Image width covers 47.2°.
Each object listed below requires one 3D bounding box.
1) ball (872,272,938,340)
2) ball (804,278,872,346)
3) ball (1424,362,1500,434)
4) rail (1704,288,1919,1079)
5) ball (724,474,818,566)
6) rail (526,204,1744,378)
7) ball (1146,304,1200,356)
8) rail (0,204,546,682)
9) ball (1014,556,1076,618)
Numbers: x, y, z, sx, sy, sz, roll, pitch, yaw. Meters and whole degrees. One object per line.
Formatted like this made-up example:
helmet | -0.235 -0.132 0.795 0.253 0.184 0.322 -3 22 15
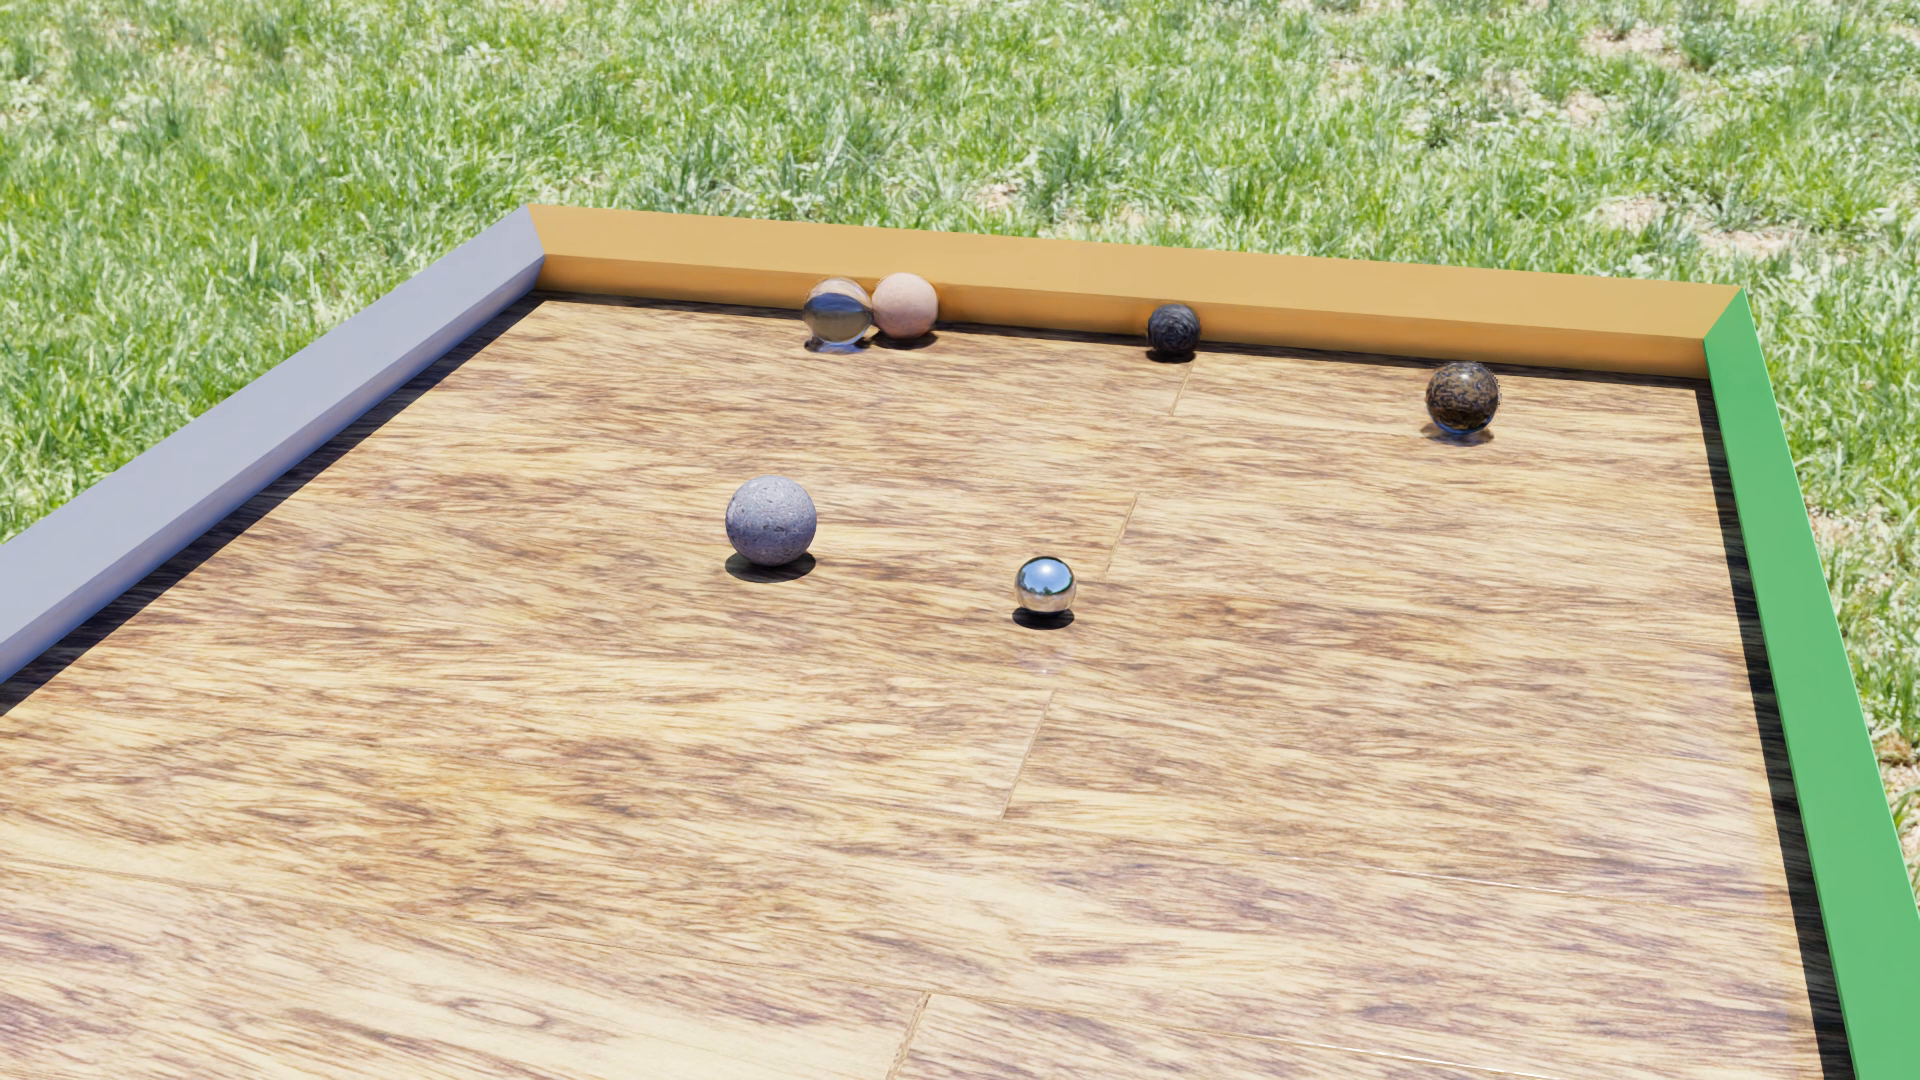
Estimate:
ball | -0.076 -0.324 3.046 0.094 0.094 0.094 0 24 0
ball | -0.167 -0.315 3.025 0.094 0.094 0.094 0 24 0
ball | 0.621 -0.175 2.722 0.090 0.090 0.090 0 24 0
rail | 0.613 0.389 1.426 0.045 0.129 3.304 6 25 12
ball | -0.204 -0.021 2.370 0.099 0.099 0.099 0 24 0
rail | 0.186 -0.343 3.044 1.703 0.129 0.045 6 25 12
ball | 0.290 -0.285 2.989 0.071 0.071 0.071 0 24 0
rail | -0.997 0.231 1.776 0.045 0.129 3.304 6 25 12
ball | 0.088 0.048 2.259 0.065 0.065 0.065 0 24 0
